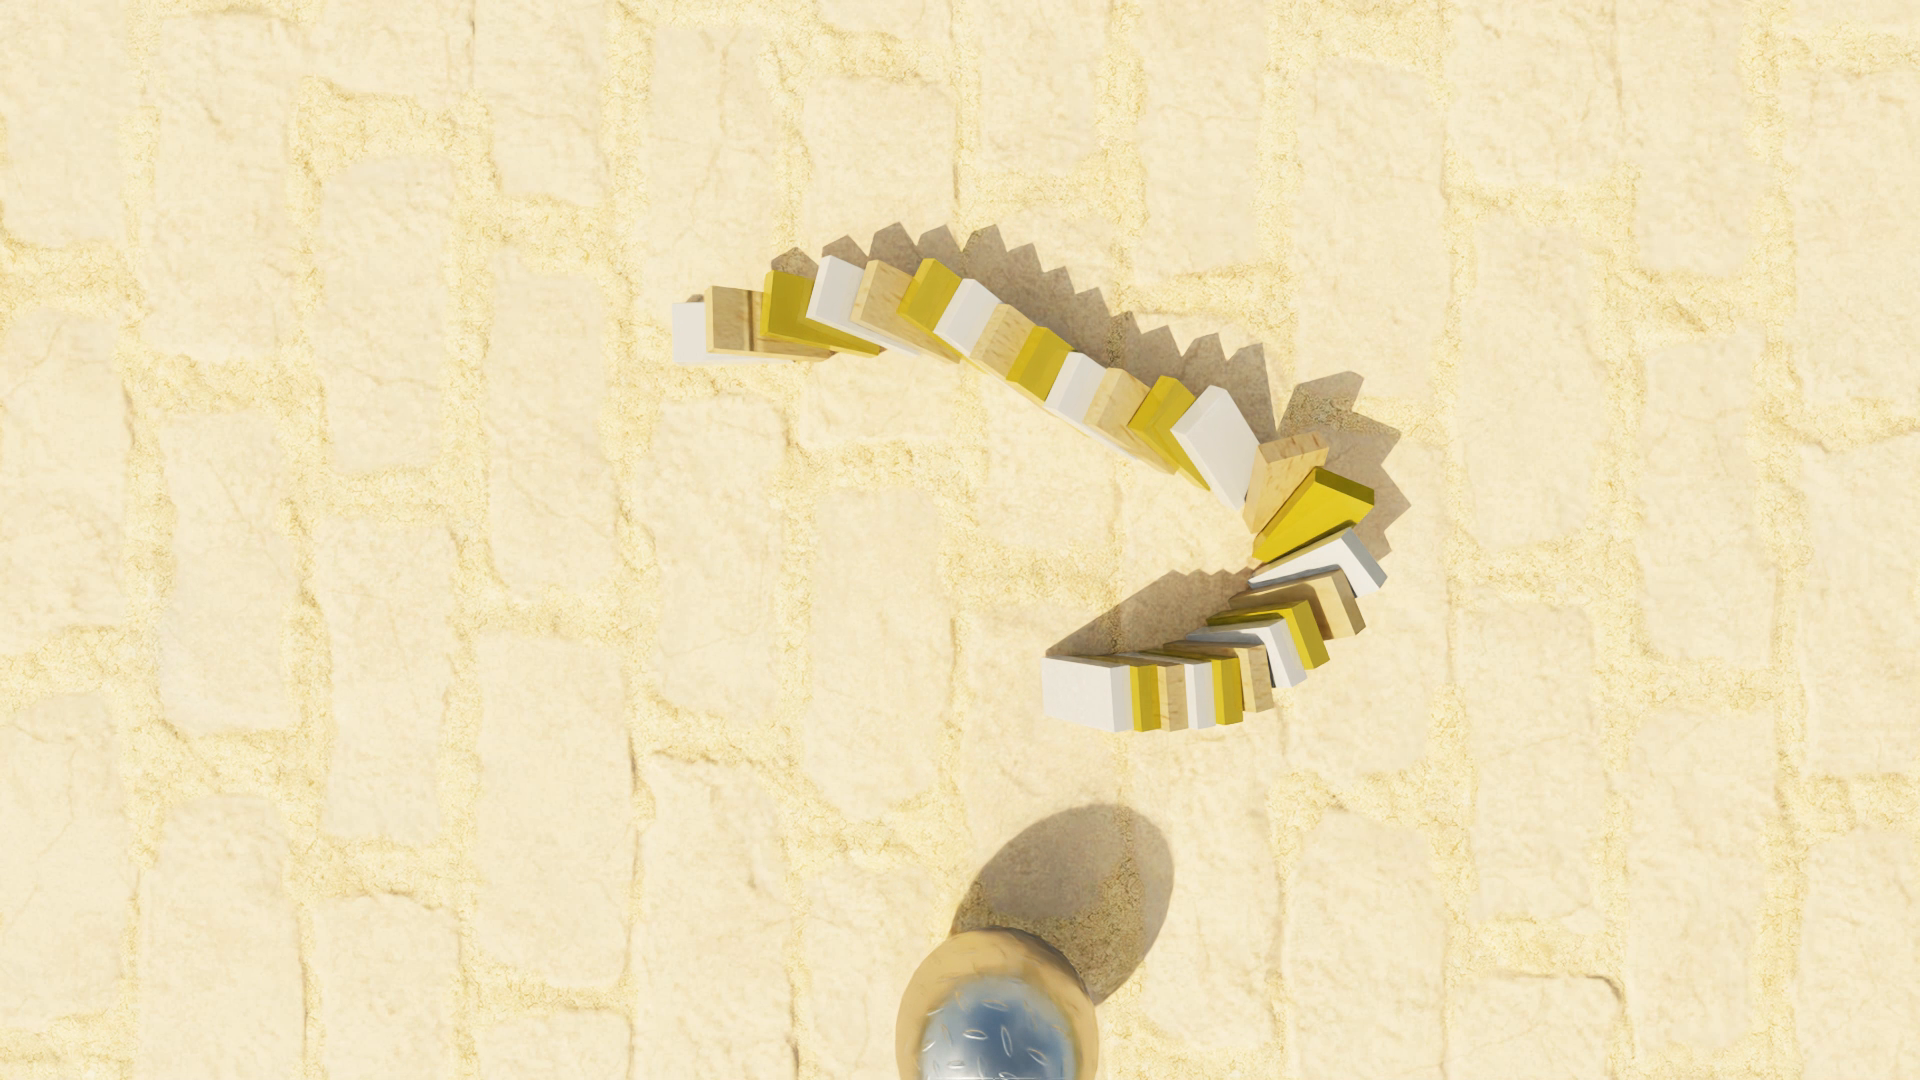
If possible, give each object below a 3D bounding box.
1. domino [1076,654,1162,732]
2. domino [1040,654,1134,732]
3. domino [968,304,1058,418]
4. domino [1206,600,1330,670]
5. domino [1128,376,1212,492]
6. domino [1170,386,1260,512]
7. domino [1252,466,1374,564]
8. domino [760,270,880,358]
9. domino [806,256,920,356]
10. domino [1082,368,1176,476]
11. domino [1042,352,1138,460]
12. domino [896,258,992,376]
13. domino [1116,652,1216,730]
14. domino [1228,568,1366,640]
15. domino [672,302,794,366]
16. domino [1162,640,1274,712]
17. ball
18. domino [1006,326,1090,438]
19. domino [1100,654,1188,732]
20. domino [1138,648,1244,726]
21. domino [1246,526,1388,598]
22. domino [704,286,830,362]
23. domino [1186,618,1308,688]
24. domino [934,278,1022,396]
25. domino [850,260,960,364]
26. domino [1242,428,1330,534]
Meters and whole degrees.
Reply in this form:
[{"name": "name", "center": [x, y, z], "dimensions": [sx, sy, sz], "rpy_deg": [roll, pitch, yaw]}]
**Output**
[{"name": "domino", "center": [0.062, 0.062, 0.376], "dimensions": [0.009, 0.050, 0.025], "rpy_deg": [-4, 90, -27]}, {"name": "domino", "center": [0.051, 0.062, 0.376], "dimensions": [0.009, 0.050, 0.025], "rpy_deg": [-4, 90, -27]}, {"name": "domino", "center": [0.030, -0.074, 0.382], "dimensions": [0.050, 0.010, 0.025], "rpy_deg": [29, 90, -34]}, {"name": "domino", "center": [0.125, 0.040, 0.376], "dimensions": [0.009, 0.050, 0.025], "rpy_deg": [-21, 90, -27]}, {"name": "domino", "center": [0.094, -0.044, 0.382], "dimensions": [0.050, 0.010, 0.025], "rpy_deg": [33, 90, -35]}, {"name": "domino", "center": [0.110, -0.038, 0.381], "dimensions": [0.025, 0.010, 0.050], "rpy_deg": [-48, 124, -4]}, {"name": "domino", "center": [0.145, -0.006, 0.378], "dimensions": [0.025, 0.050, 0.010], "rpy_deg": [22, 50, 0]}, {"name": "domino", "center": [-0.057, -0.094, 0.383], "dimensions": [0.050, 0.009, 0.025], "rpy_deg": [6, 90, -32]}, {"name": "domino", "center": [-0.037, -0.097, 0.383], "dimensions": [0.050, 0.009, 0.025], "rpy_deg": [15, 90, -32]}, {"name": "domino", "center": [0.076, -0.049, 0.382], "dimensions": [0.050, 0.010, 0.025], "rpy_deg": [25, 90, -34]}, {"name": "domino", "center": [0.060, -0.055, 0.382], "dimensions": [0.050, 0.009, 0.025], "rpy_deg": [25, 90, -33]}, {"name": "domino", "center": [0.000, -0.092, 0.382], "dimensions": [0.050, 0.010, 0.025], "rpy_deg": [28, 89, -34]}, {"name": "domino", "center": [0.083, 0.061, 0.376], "dimensions": [0.010, 0.050, 0.025], "rpy_deg": [-4, 90, -27]}, {"name": "domino", "center": [0.138, 0.030, 0.377], "dimensions": [0.009, 0.050, 0.025], "rpy_deg": [-23, 91, -38]}, {"name": "domino", "center": [-0.098, -0.089, 0.395], "dimensions": [0.050, 0.010, 0.025], "rpy_deg": [-1, 90, 0]}, {"name": "domino", "center": [0.105, 0.055, 0.376], "dimensions": [0.009, 0.050, 0.025], "rpy_deg": [-8, 90, -27]}, {"name": "ball", "center": [0.014, 0.195, 0.360], "dimensions": [0.080, 0.080, 0.080], "rpy_deg": [0, 90, 0]}, {"name": "domino", "center": [0.045, -0.065, 0.382], "dimensions": [0.050, 0.009, 0.025], "rpy_deg": [28, 90, -34]}, {"name": "domino", "center": [0.072, 0.062, 0.376], "dimensions": [0.009, 0.050, 0.025], "rpy_deg": [-4, 90, -27]}, {"name": "domino", "center": [0.094, 0.059, 0.376], "dimensions": [0.010, 0.050, 0.025], "rpy_deg": [-4, 90, -27]}, {"name": "domino", "center": [0.146, 0.016, 0.377], "dimensions": [0.009, 0.050, 0.025], "rpy_deg": [-37, 90, -37]}, {"name": "domino", "center": [-0.079, -0.089, 0.380], "dimensions": [0.050, 0.009, 0.025], "rpy_deg": [-2, 90, -33]}, {"name": "domino", "center": [0.116, 0.047, 0.376], "dimensions": [0.010, 0.050, 0.025], "rpy_deg": [-21, 90, -27]}, {"name": "domino", "center": [0.015, -0.084, 0.382], "dimensions": [0.050, 0.009, 0.025], "rpy_deg": [30, 89, -34]}, {"name": "domino", "center": [-0.019, -0.094, 0.382], "dimensions": [0.050, 0.010, 0.025], "rpy_deg": [17, 90, -34]}, {"name": "domino", "center": [0.133, -0.023, 0.377], "dimensions": [0.025, 0.050, 0.010], "rpy_deg": [-15, 56, 0]}]
